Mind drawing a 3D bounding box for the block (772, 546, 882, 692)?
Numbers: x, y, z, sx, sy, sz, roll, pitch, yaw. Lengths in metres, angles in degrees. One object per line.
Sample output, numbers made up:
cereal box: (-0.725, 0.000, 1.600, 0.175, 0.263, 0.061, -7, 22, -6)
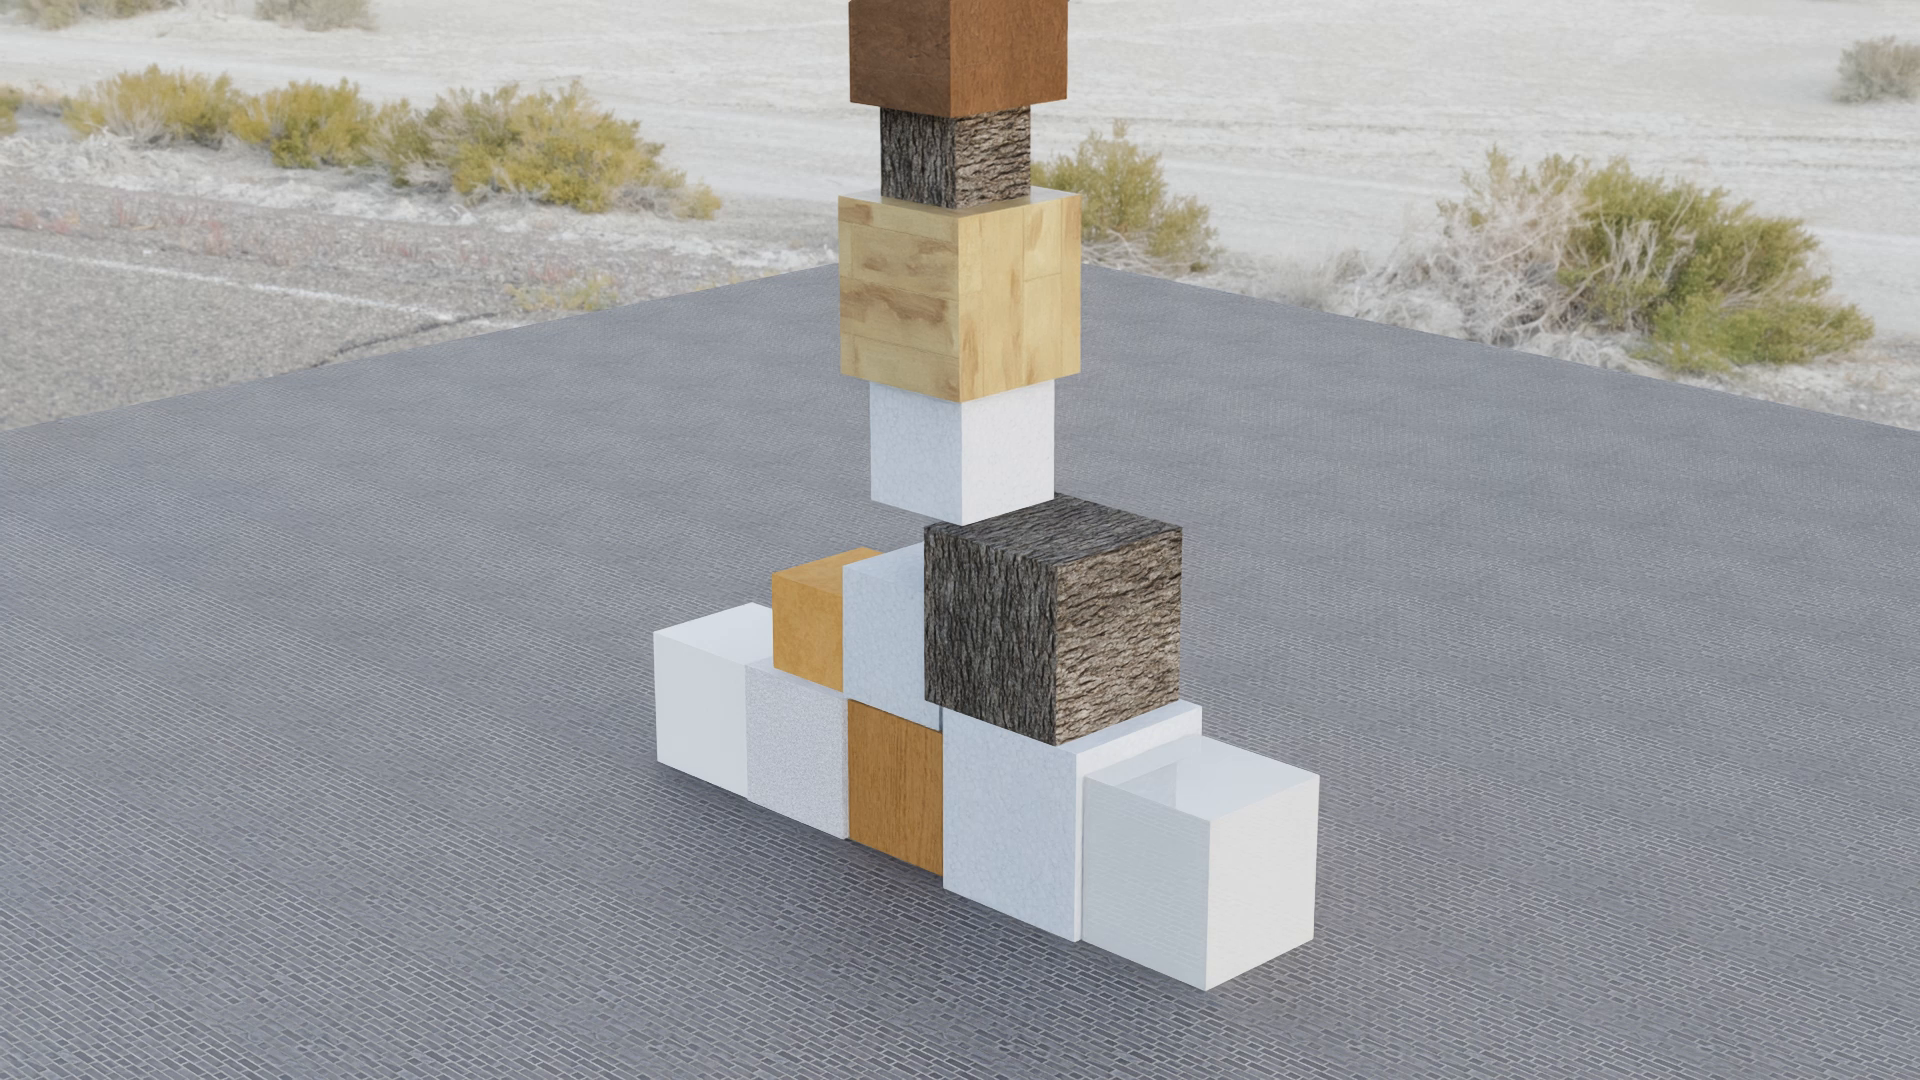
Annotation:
block: (-0.504, 0.376, 14.015, 0.594, 0.473, 0.511, -17, 24, -42)

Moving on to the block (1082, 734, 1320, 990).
block: (1.038, 1.377, 12.681, 0.722, 0.769, 0.705, -17, 24, -42)

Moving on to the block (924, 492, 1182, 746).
block: (0.410, 0.330, 13.010, 0.803, 0.813, 0.806, -17, 24, -42)

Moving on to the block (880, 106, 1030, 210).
block: (-0.019, -1.709, 12.802, 0.461, 0.414, 0.467, -17, 24, -42)

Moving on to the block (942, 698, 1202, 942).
block: (0.501, 1.160, 13.189, 0.822, 0.878, 0.811, -17, 24, -42)

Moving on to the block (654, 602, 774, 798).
block: (-1.048, 0.792, 14.676, 0.652, 0.690, 0.700, -17, 24, -42)

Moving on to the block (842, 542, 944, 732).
block: (-0.095, 0.426, 13.591, 0.631, 0.638, 0.636, -17, 25, -42)

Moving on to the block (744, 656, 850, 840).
block: (-0.547, 0.933, 14.205, 0.698, 0.703, 0.682, -17, 24, -42)

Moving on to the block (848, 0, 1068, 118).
block: (-0.006, -2.193, 12.669, 0.716, 0.590, 0.621, -17, 24, -42)

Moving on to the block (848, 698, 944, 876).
block: (-0.039, 1.082, 13.739, 0.658, 0.697, 0.709, -17, 24, -42)

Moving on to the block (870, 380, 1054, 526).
block: (0.010, -0.466, 13.209, 0.588, 0.590, 0.582, -17, 24, -42)

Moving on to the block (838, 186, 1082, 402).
block: (0.000, -1.131, 12.998, 0.762, 0.805, 0.750, -17, 24, -42)
